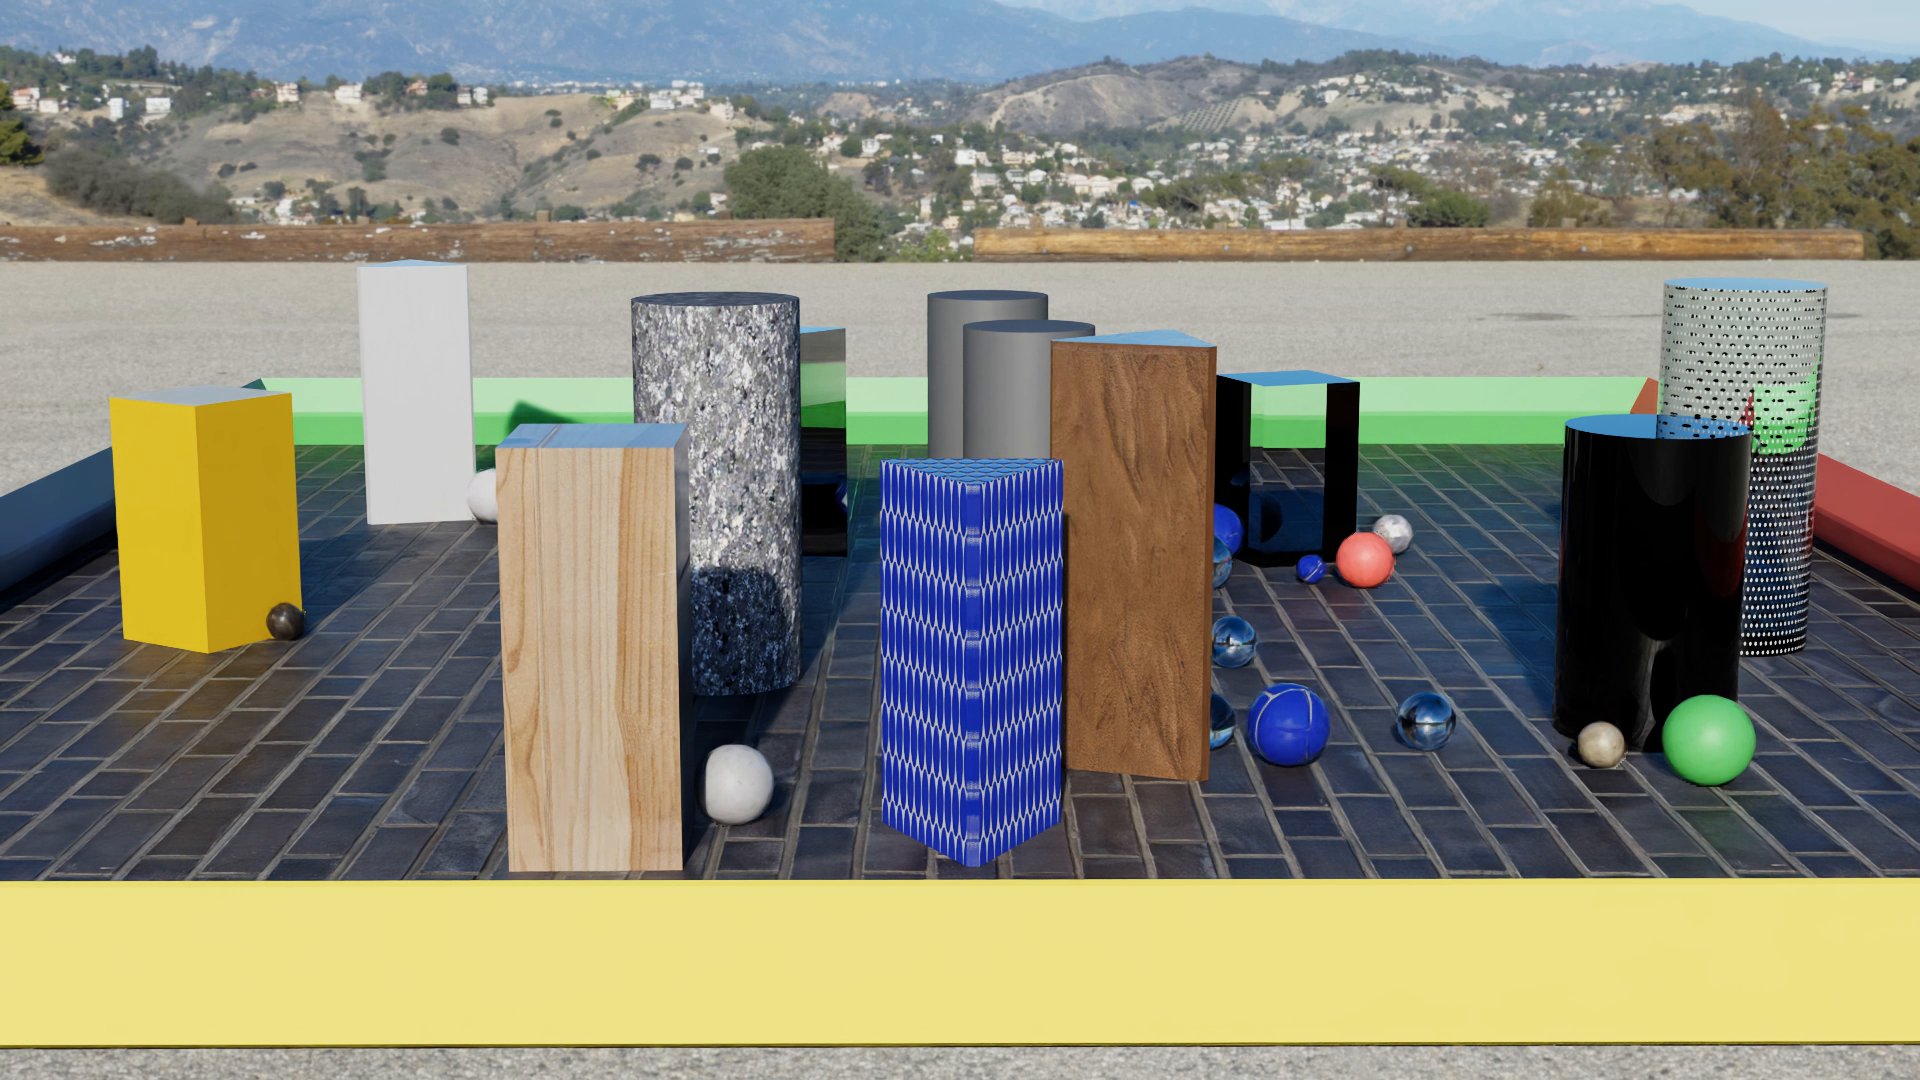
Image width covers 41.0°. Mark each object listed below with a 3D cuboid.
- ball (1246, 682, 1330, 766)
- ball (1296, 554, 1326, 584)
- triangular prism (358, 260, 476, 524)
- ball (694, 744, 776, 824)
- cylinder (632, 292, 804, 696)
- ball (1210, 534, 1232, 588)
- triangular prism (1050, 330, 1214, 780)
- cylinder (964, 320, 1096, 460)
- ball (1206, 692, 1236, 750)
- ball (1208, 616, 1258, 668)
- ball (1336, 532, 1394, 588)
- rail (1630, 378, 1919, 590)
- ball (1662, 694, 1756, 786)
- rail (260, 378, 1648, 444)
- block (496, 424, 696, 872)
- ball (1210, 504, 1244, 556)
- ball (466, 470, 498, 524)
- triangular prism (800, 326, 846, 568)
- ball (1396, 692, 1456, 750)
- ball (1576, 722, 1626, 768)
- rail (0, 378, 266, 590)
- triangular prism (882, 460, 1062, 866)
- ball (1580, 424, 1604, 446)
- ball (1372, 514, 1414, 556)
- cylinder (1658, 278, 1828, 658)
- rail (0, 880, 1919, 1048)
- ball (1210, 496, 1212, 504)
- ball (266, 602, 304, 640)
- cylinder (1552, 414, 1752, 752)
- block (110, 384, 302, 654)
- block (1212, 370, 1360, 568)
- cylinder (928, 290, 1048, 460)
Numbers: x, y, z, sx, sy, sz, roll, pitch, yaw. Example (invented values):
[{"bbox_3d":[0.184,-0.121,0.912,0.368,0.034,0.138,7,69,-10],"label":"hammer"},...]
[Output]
[{"bbox_3d":[0.346,0.194,2.698,0.088,0.088,0.088,0,10,0],"label":"ball"},{"bbox_3d":[0.500,0.041,3.649,0.042,0.042,0.042,0,10,0],"label":"ball"},{"bbox_3d":[-0.886,-0.245,4.178,0.171,0.412,0.148,-3,11,-15],"label":"triangular prism"},{"bbox_3d":[-0.219,0.237,2.490,0.079,0.079,0.079,0,10,0],"label":"ball"},{"bbox_3d":[-0.288,-0.060,3.059,0.198,0.455,0.198,0,10,0],"label":"cylinder"},{"bbox_3d":[0.343,0.030,3.604,0.080,0.080,0.080,0,10,0],"label":"ball"},{"bbox_3d":[0.198,0.009,2.701,0.171,0.449,0.148,4,11,20],"label":"triangular prism"},{"bbox_3d":[0.103,-0.151,3.860,0.198,0.343,0.198,0,10,0],"label":"cylinder"},{"bbox_3d":[0.266,0.195,2.764,0.061,0.061,0.061,0,10,0],"label":"ball"},{"bbox_3d":[0.332,0.125,3.138,0.063,0.063,0.063,0,10,0],"label":"ball"},{"bbox_3d":[0.570,0.028,3.615,0.080,0.080,0.080,0,10,0],"label":"ball"},{"bbox_3d":[1.322,0.032,3.456,0.045,0.128,3.120,0,10,0],"label":"rail"},{"bbox_3d":[0.766,0.205,2.626,0.093,0.093,0.093,0,10,0],"label":"ball"},{"bbox_3d":[-0.009,-0.247,4.959,2.692,0.128,0.045,0,10,0],"label":"rail"},{"bbox_3d":[-0.335,0.096,2.391,0.158,0.391,0.158,0,10,-1],"label":"block"},{"bbox_3d":[0.375,-0.010,3.800,0.088,0.088,0.088,0,10,0],"label":"ball"},{"bbox_3d":[-0.752,-0.071,4.129,0.087,0.087,0.087,0,10,0],"label":"ball"},{"bbox_3d":[-0.281,-0.140,3.793,0.148,0.345,0.171,8,13,38],"label":"triangular prism"},{"bbox_3d":[0.502,0.195,2.761,0.063,0.063,0.063,0,10,0],"label":"ball"},{"bbox_3d":[0.672,0.215,2.690,0.049,0.049,0.049,0,10,0],"label":"ball"},{"bbox_3d":[-1.322,0.034,3.441,0.045,0.128,3.120,0,10,0],"label":"rail"},{"bbox_3d":[0.033,0.105,2.437,0.148,0.357,0.171,-6,12,-30],"label":"triangular prism"},{"bbox_3d":[1.220,-0.201,4.953,0.044,0.044,0.044,0,10,0],"label":"ball"},{"bbox_3d":[0.650,-0.008,3.857,0.063,0.063,0.063,0,10,0],"label":"ball"},{"bbox_3d":[0.982,-0.096,3.251,0.198,0.457,0.198,0,10,0],"label":"cylinder"},{"bbox_3d":[0.009,0.313,1.938,2.692,0.128,0.045,0,10,0],"label":"rail"},{"bbox_3d":[0.431,-0.047,3.998,0.088,0.088,0.088,0,10,0],"label":"ball"},{"bbox_3d":[-0.864,0.105,3.288,0.048,0.048,0.048,0,10,0],"label":"ball"},{"bbox_3d":[0.759,0.043,2.821,0.198,0.340,0.198,0,10,0],"label":"cylinder"},{"bbox_3d":[-0.966,-0.031,3.295,0.158,0.312,0.158,7,12,32],"label":"block"},{"bbox_3d":[0.486,-0.109,3.838,0.158,0.268,0.158,-4,11,-21],"label":"block"},{"bbox_3d":[0.045,-0.225,4.220,0.198,0.356,0.198,0,10,0],"label":"cylinder"}]
